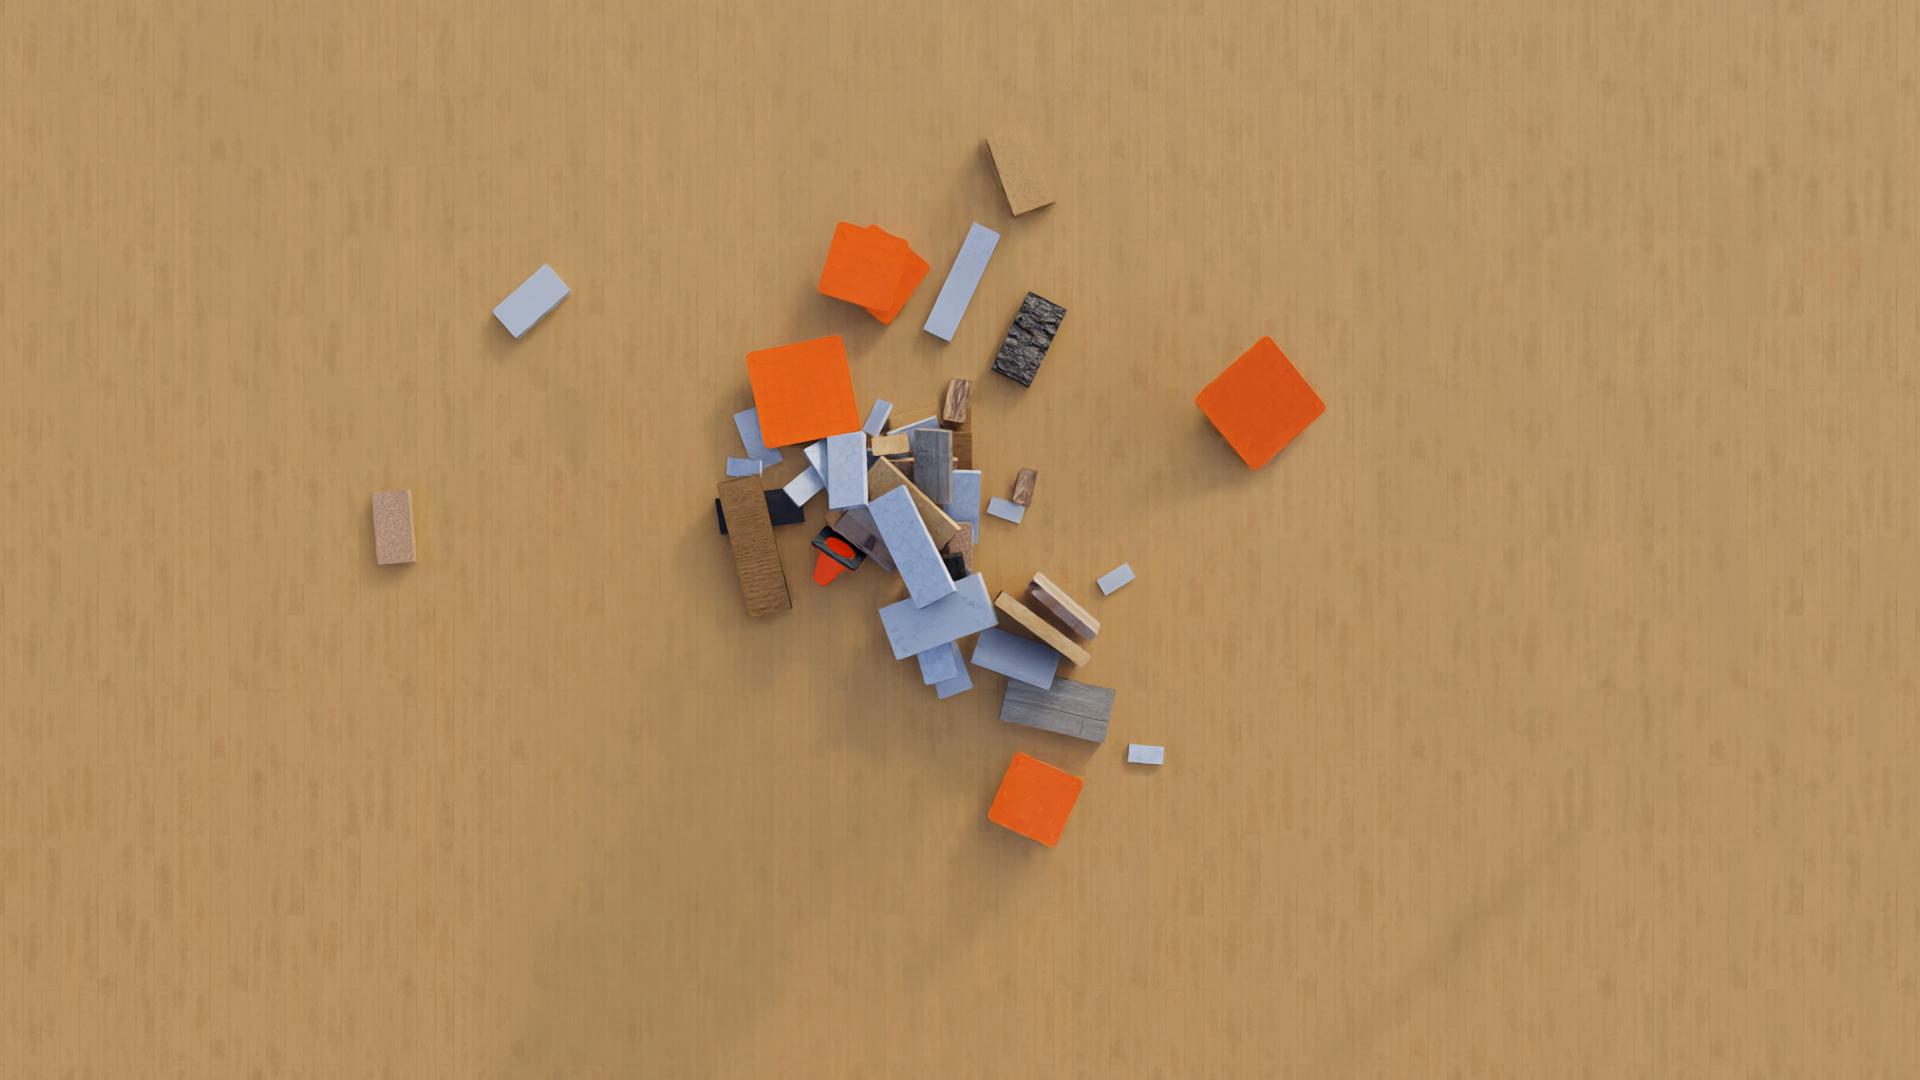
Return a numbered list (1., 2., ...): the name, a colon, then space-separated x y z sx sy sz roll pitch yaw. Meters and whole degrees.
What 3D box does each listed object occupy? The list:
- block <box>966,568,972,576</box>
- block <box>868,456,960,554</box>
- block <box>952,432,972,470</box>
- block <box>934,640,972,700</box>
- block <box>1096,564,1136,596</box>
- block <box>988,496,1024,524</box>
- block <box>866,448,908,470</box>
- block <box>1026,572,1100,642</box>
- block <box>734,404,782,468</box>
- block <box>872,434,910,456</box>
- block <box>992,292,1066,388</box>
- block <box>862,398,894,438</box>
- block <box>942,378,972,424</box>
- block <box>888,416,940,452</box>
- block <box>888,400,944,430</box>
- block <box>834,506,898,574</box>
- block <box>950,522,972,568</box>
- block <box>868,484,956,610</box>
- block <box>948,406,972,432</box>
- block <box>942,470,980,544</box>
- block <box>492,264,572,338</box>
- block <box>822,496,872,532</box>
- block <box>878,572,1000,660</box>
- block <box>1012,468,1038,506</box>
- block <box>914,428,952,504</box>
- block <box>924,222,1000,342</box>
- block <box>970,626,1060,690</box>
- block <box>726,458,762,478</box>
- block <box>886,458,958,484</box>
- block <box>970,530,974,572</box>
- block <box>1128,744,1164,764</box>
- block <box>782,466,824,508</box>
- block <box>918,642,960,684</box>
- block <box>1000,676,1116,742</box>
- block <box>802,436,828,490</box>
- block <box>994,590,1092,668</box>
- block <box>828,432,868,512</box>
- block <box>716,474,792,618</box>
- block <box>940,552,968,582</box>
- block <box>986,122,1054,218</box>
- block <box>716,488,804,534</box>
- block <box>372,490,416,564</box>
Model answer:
1. block: 0.001 0.136 5.469 0.076 0.021 0.151 -5 104 2
2. block: -0.168 -0.110 5.409 0.350 0.035 0.124 43 108 4
3. block: 0.003 -0.285 5.471 0.074 0.021 0.148 0 105 0
4. block: -0.051 0.400 5.484 0.116 0.033 0.232 -20 90 0
5. block: 0.519 0.130 5.492 0.116 0.016 0.058 -31 90 0
6. block: 0.153 -0.101 5.492 0.116 0.016 0.058 19 90 0
7. block: -0.258 -0.259 5.470 0.171 0.024 0.086 -1 114 0
8. block: 0.340 0.219 5.429 0.273 0.136 0.039 40 105 0
9. block: -0.671 -0.339 5.486 0.099 0.028 0.198 -21 90 0
10. block: -0.229 -0.311 5.435 0.121 0.017 0.060 -6 83 -1
11. block: 0.230 -0.666 5.480 0.141 0.040 0.283 26 90 0
12. block: -0.273 -0.406 5.476 0.060 0.017 0.120 26 90 35
13. block: -0.009 -0.461 5.473 0.074 0.021 0.148 10 78 2
14. block: -0.146 -0.343 5.469 0.171 0.024 0.085 -19 113 2
15. block: -0.148 -0.403 5.488 0.171 0.024 0.086 -15 90 0
16. block: -0.284 -0.014 5.446 0.247 0.035 0.124 38 102 -12
17. block: 0.003 0.019 5.425 0.076 0.021 0.151 -1 96 2
18. block: -0.157 0.024 5.355 0.136 0.039 0.385 -28 83 14
19. block: 0.000 -0.369 5.490 0.074 0.021 0.148 0 90 0
20. block: 0.004 -0.110 5.450 0.121 0.034 0.241 2 106 0
21. block: -1.423 -0.793 5.483 0.239 0.034 0.120 -41 90 0
22. block: -0.368 -0.104 5.467 0.163 0.023 0.081 -34 74 8
23. block: -0.070 0.249 5.387 0.355 0.050 0.177 -21 89 13
24. block: 0.216 -0.178 5.489 0.060 0.017 0.120 12 90 -4
25. block: -0.087 -0.241 5.388 0.121 0.034 0.241 5 107 19
26. block: 0.007 -0.857 5.486 0.099 0.028 0.393 25 90 0
27. block: 0.185 0.386 5.442 0.273 0.039 0.136 20 52 0
28. block: -0.715 -0.239 5.471 0.120 0.017 0.060 6 98 16
29. block: -0.128 -0.211 5.460 0.241 0.034 0.121 0 113 0
30. block: 0.005 0.041 5.466 0.076 0.021 0.151 2 108 0
31. block: 0.618 0.713 5.492 0.116 0.016 0.058 5 90 0
32. block: -0.499 -0.188 5.464 0.163 0.023 0.081 -41 90 -18
33. block: -0.087 0.350 5.440 0.116 0.033 0.232 -16 90 13
34. block: 0.323 0.545 5.475 0.355 0.050 0.177 13 90 0
35. block: -0.426 -0.236 5.465 0.099 0.028 0.198 -32 87 -20
36. block: 0.268 0.289 5.411 0.355 0.177 0.050 36 90 0
37. block: -0.368 -0.225 5.406 0.124 0.035 0.247 -8 75 19
38. block: -0.679 0.021 5.453 0.141 0.040 0.459 -13 97 1
39. block: -0.029 0.157 5.432 0.116 0.033 0.232 -9 116 3
40. block: 0.198 -1.230 5.480 0.141 0.040 0.283 -20 90 0
41. block: -0.665 -0.099 5.483 0.279 0.034 0.120 -9 90 0
42. block: -1.881 -0.043 5.483 0.120 0.034 0.239 -5 90 0
